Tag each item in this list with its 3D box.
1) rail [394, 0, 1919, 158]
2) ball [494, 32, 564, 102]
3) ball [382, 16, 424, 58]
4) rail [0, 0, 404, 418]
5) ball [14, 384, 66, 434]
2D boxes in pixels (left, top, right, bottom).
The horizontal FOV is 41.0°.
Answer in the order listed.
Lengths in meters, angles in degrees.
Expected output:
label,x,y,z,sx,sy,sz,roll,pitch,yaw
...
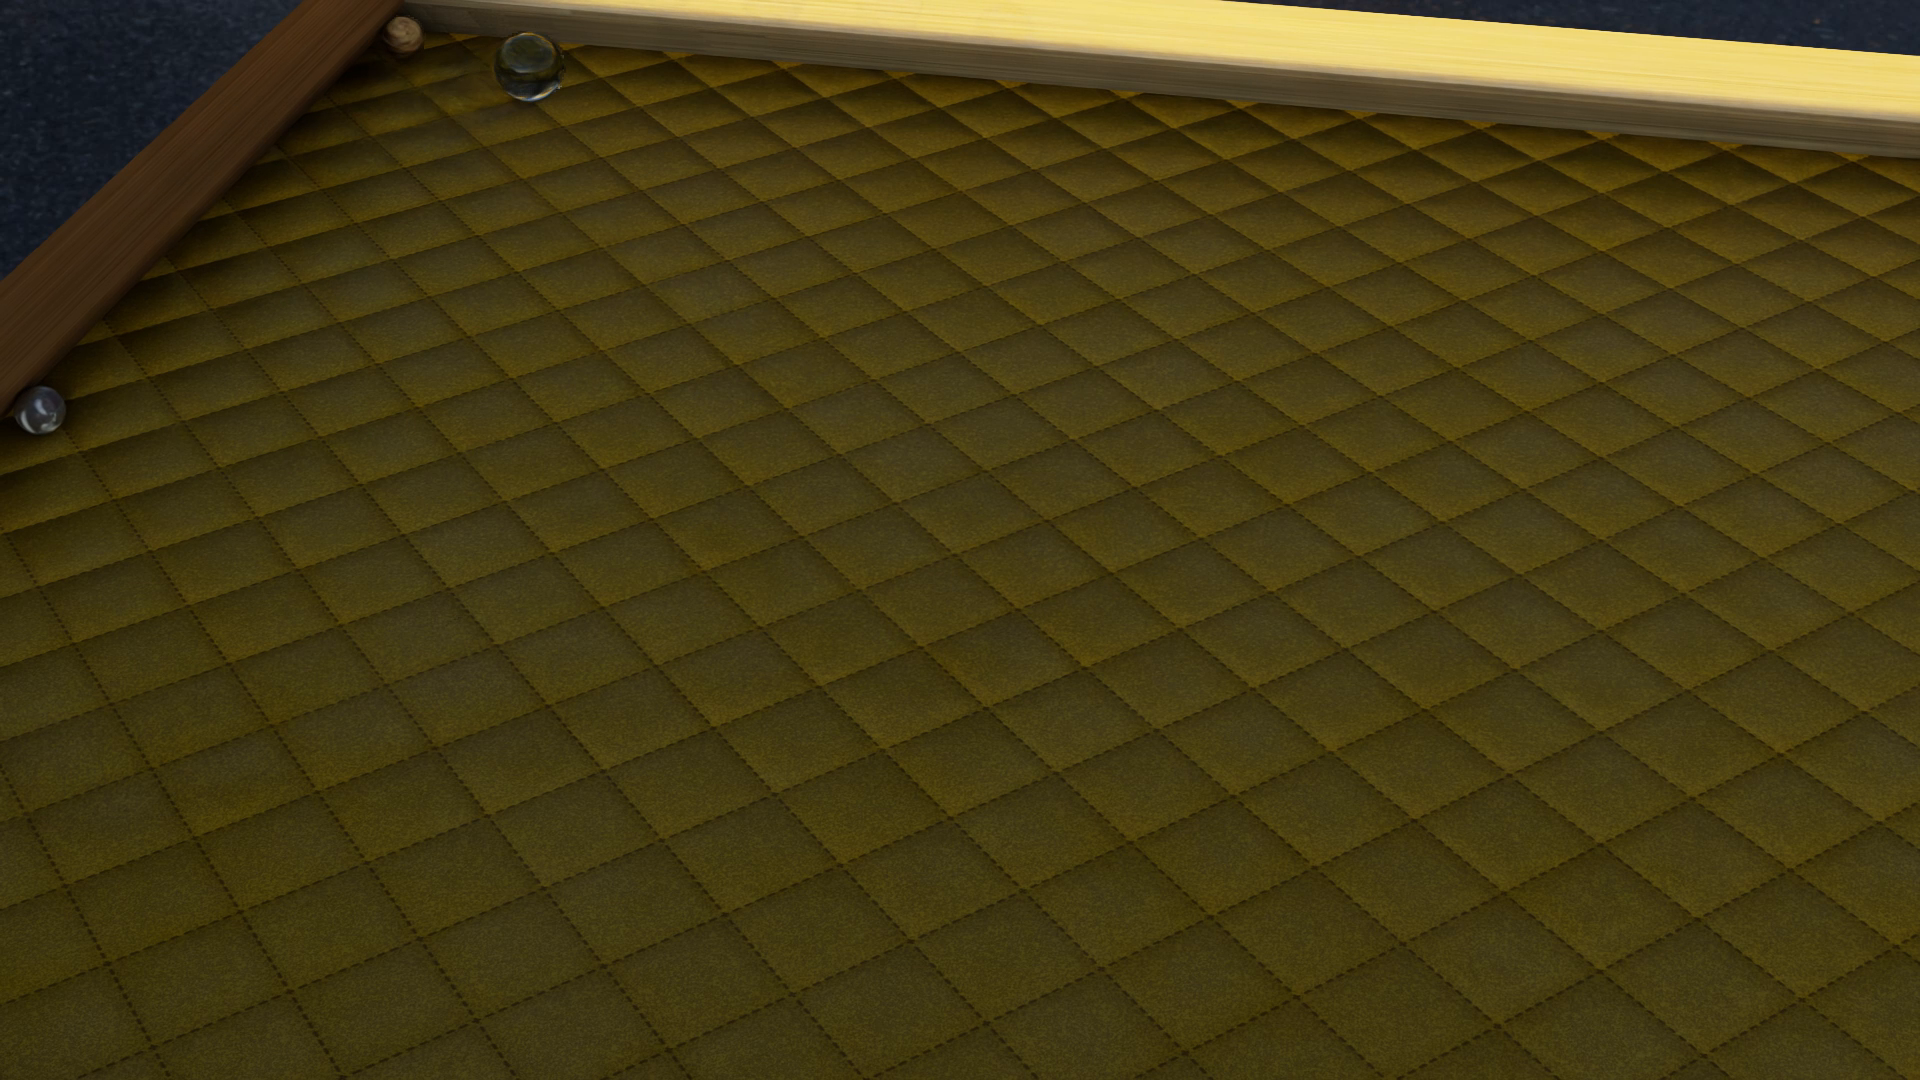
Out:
label,x,y,z,sx,sy,sz,roll,pitch,yaw
rail,1.016,-0.417,2.560,3.406,0.109,0.045,7,35,10
ball,-0.457,-0.501,2.717,0.072,0.072,0.072,0,34,0
ball,-0.612,-0.551,2.814,0.046,0.046,0.046,0,34,0
rail,-0.810,-0.117,2.119,0.045,0.109,1.837,7,35,10
ball,-0.778,-0.110,2.170,0.042,0.042,0.042,0,34,0
